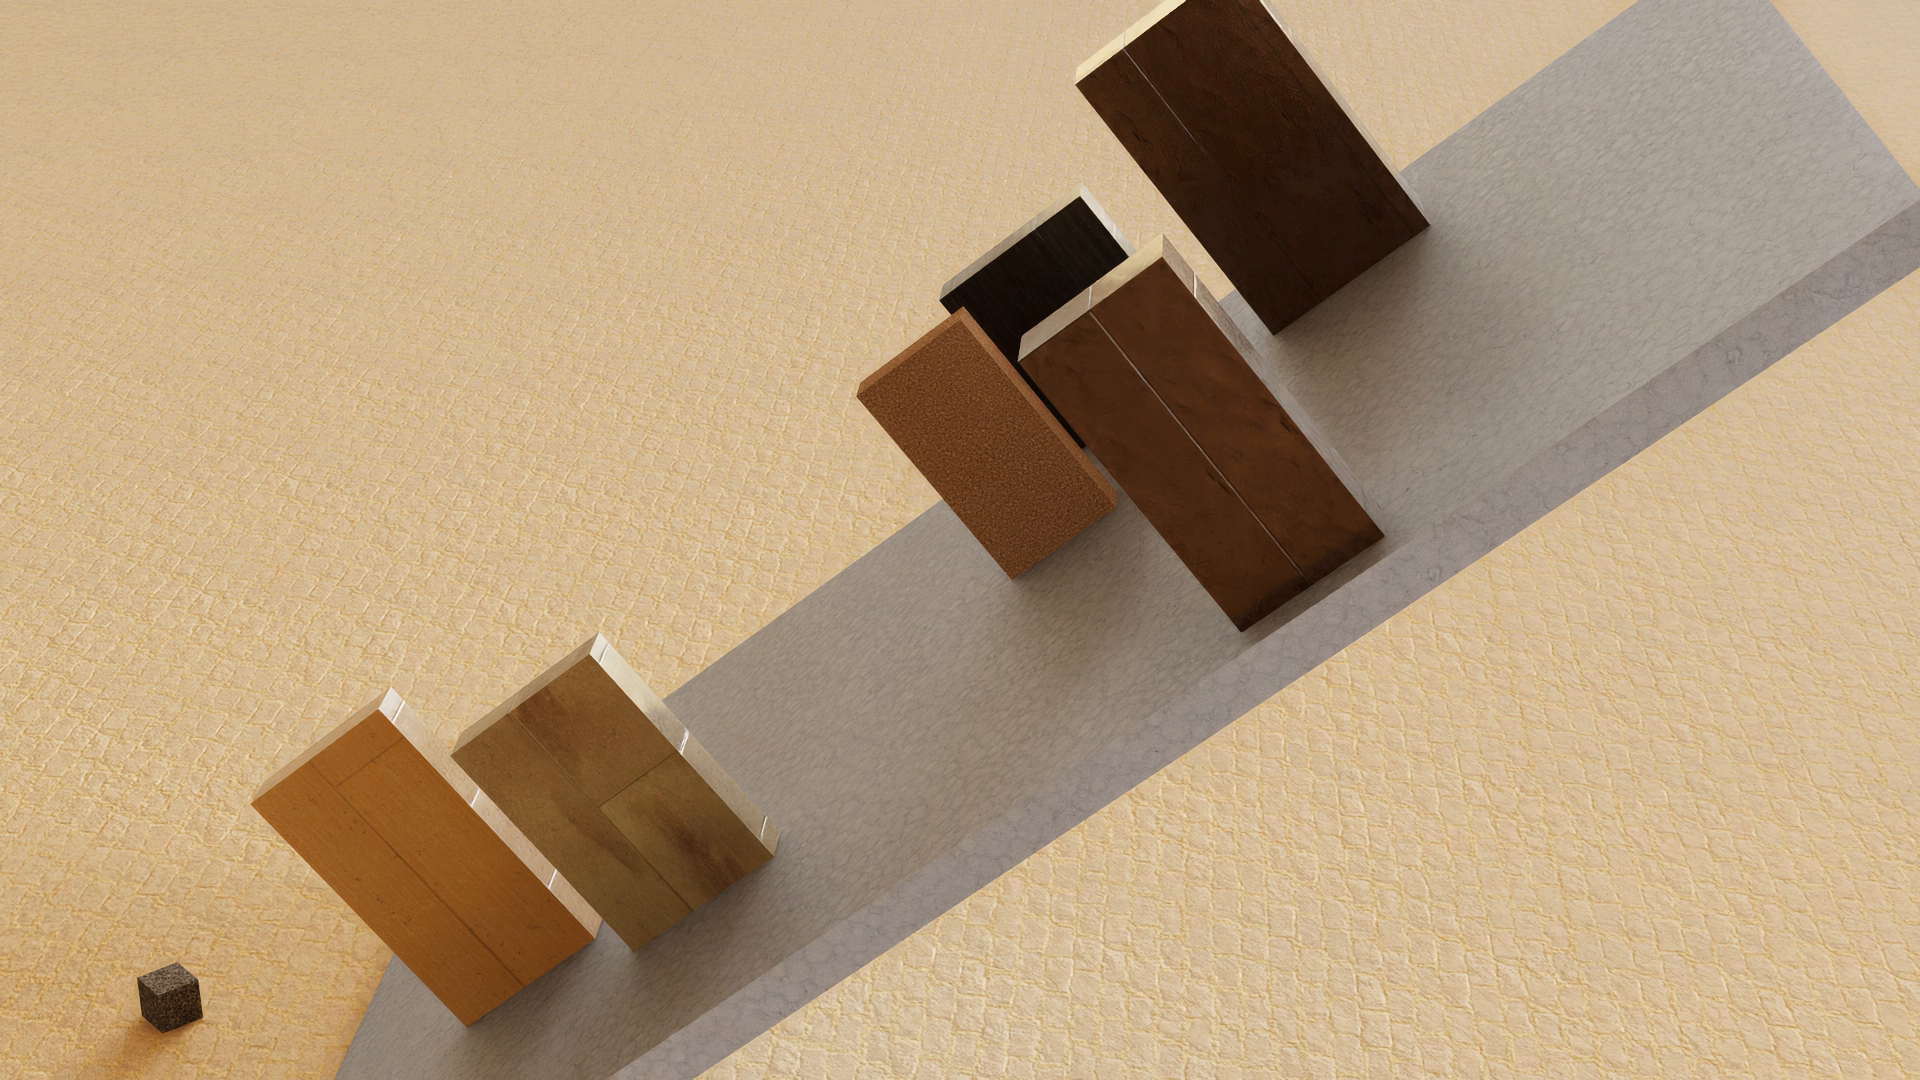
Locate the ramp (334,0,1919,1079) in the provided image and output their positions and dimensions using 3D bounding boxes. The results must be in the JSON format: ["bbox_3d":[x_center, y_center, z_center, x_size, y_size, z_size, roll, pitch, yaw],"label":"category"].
[{"bbox_3d":[0.123,0.183,6.334,4.000,0.100,2.000,-35,16,17],"label":"ramp"}]

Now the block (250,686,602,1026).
[{"bbox_3d":[-1.159,0.698,6.421,0.385,0.697,0.105,-35,16,17],"label":"block"}]

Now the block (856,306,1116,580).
[{"bbox_3d":[0.060,-0.205,6.355,0.287,0.538,0.086,-35,16,17],"label":"block"}]

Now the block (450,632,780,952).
[{"bbox_3d":[-0.709,0.525,6.074,0.386,0.575,0.103,-35,16,17],"label":"block"}]

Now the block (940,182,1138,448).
[{"bbox_3d":[0.267,-0.504,6.788,0.409,0.487,0.110,-35,16,17],"label":"block"}]

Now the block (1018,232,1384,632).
[{"bbox_3d":[0.431,-0.186,5.226,0.315,0.651,0.135,-35,16,17],"label":"block"}]

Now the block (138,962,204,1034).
[{"bbox_3d":[-1.949,1.129,7.258,0.109,0.109,0.109,-19,30,-37],"label":"block"}]

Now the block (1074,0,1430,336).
[{"bbox_3d":[0.643,-0.866,6.462,0.423,0.722,0.148,-35,16,17],"label":"block"}]
